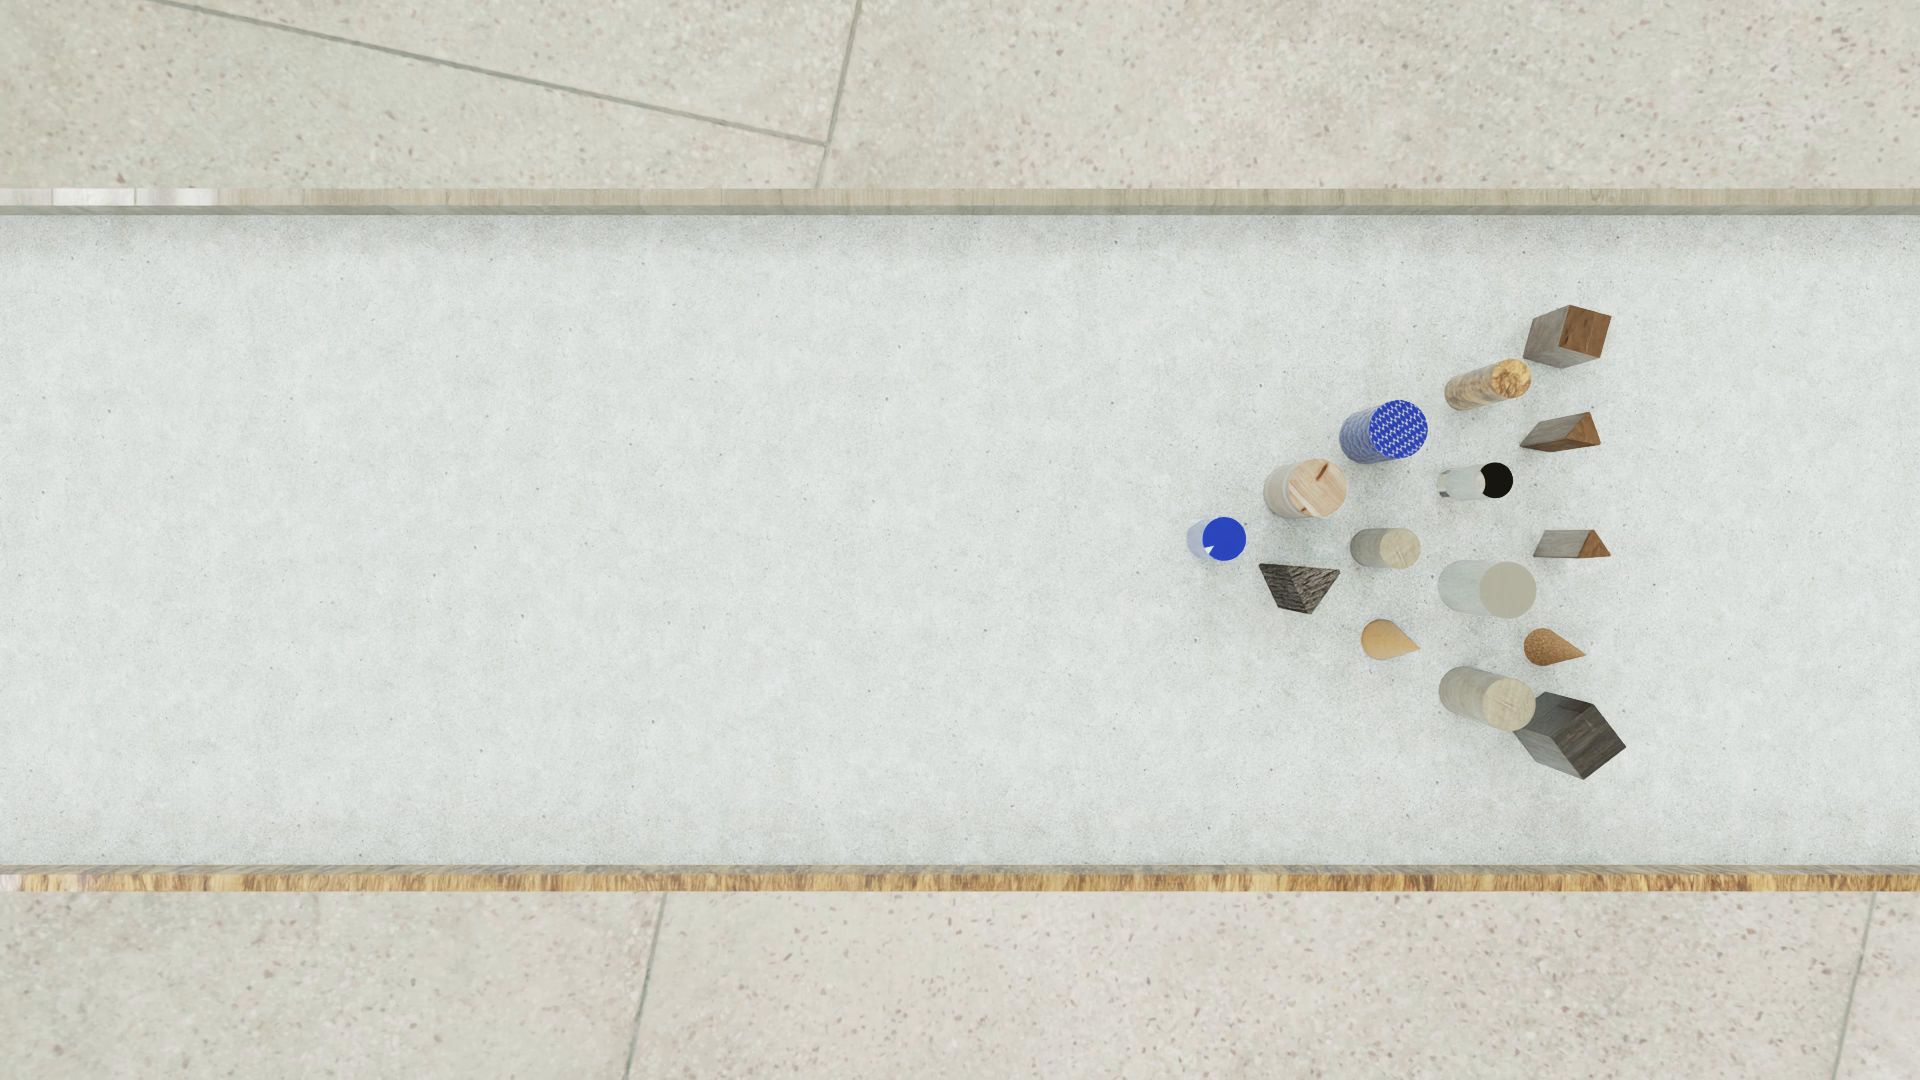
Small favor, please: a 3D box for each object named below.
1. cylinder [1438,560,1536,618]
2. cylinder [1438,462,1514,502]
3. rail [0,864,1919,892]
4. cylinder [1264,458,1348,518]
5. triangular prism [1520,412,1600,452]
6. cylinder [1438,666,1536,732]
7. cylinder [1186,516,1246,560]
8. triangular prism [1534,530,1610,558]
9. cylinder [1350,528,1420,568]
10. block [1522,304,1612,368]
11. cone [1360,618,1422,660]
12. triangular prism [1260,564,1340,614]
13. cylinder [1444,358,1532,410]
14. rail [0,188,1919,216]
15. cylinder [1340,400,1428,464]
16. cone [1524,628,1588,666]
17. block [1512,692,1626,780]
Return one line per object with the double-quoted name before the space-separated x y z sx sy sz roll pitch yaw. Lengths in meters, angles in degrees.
"cylinder" 1.551 0.142 4.873 0.163 0.407 0.163 0 90 0
"cylinder" 1.520 -0.169 4.880 0.103 0.393 0.103 0 90 0
"rail" -2.247 1.025 5.001 12.000 0.150 0.050 0 90 0
"cylinder" 1.016 -0.148 4.879 0.167 0.396 0.167 0 90 0
"triangular prism" 1.777 -0.322 4.878 0.098 0.397 0.085 11 90 0
"cylinder" 1.549 0.464 4.864 0.151 0.424 0.151 0 90 0
"cylinder" 0.760 -0.003 4.909 0.127 0.335 0.127 0 90 0
"triangular prism" 1.806 0.009 4.887 0.091 0.379 0.079 -4 90 0
"cylinder" 1.260 0.024 4.898 0.118 0.357 0.118 0 90 0
"block" 1.808 -0.604 4.924 0.127 0.305 0.127 15 90 0
"cone" 1.298 0.307 4.858 0.128 0.436 0.128 0 90 0
"triangular prism" 0.973 0.111 4.856 0.130 0.440 0.150 35 90 0
"cylinder" 1.547 -0.453 4.851 0.111 0.451 0.111 0 90 0
"rail" -2.247 -1.025 5.002 12.000 0.150 0.050 0 90 0
"cylinder" 1.250 -0.316 4.889 0.167 0.375 0.167 0 90 0
"cone" 1.793 0.329 4.894 0.116 0.365 0.116 0 90 0
"block" 1.786 0.574 4.882 0.155 0.389 0.155 -38 90 0
